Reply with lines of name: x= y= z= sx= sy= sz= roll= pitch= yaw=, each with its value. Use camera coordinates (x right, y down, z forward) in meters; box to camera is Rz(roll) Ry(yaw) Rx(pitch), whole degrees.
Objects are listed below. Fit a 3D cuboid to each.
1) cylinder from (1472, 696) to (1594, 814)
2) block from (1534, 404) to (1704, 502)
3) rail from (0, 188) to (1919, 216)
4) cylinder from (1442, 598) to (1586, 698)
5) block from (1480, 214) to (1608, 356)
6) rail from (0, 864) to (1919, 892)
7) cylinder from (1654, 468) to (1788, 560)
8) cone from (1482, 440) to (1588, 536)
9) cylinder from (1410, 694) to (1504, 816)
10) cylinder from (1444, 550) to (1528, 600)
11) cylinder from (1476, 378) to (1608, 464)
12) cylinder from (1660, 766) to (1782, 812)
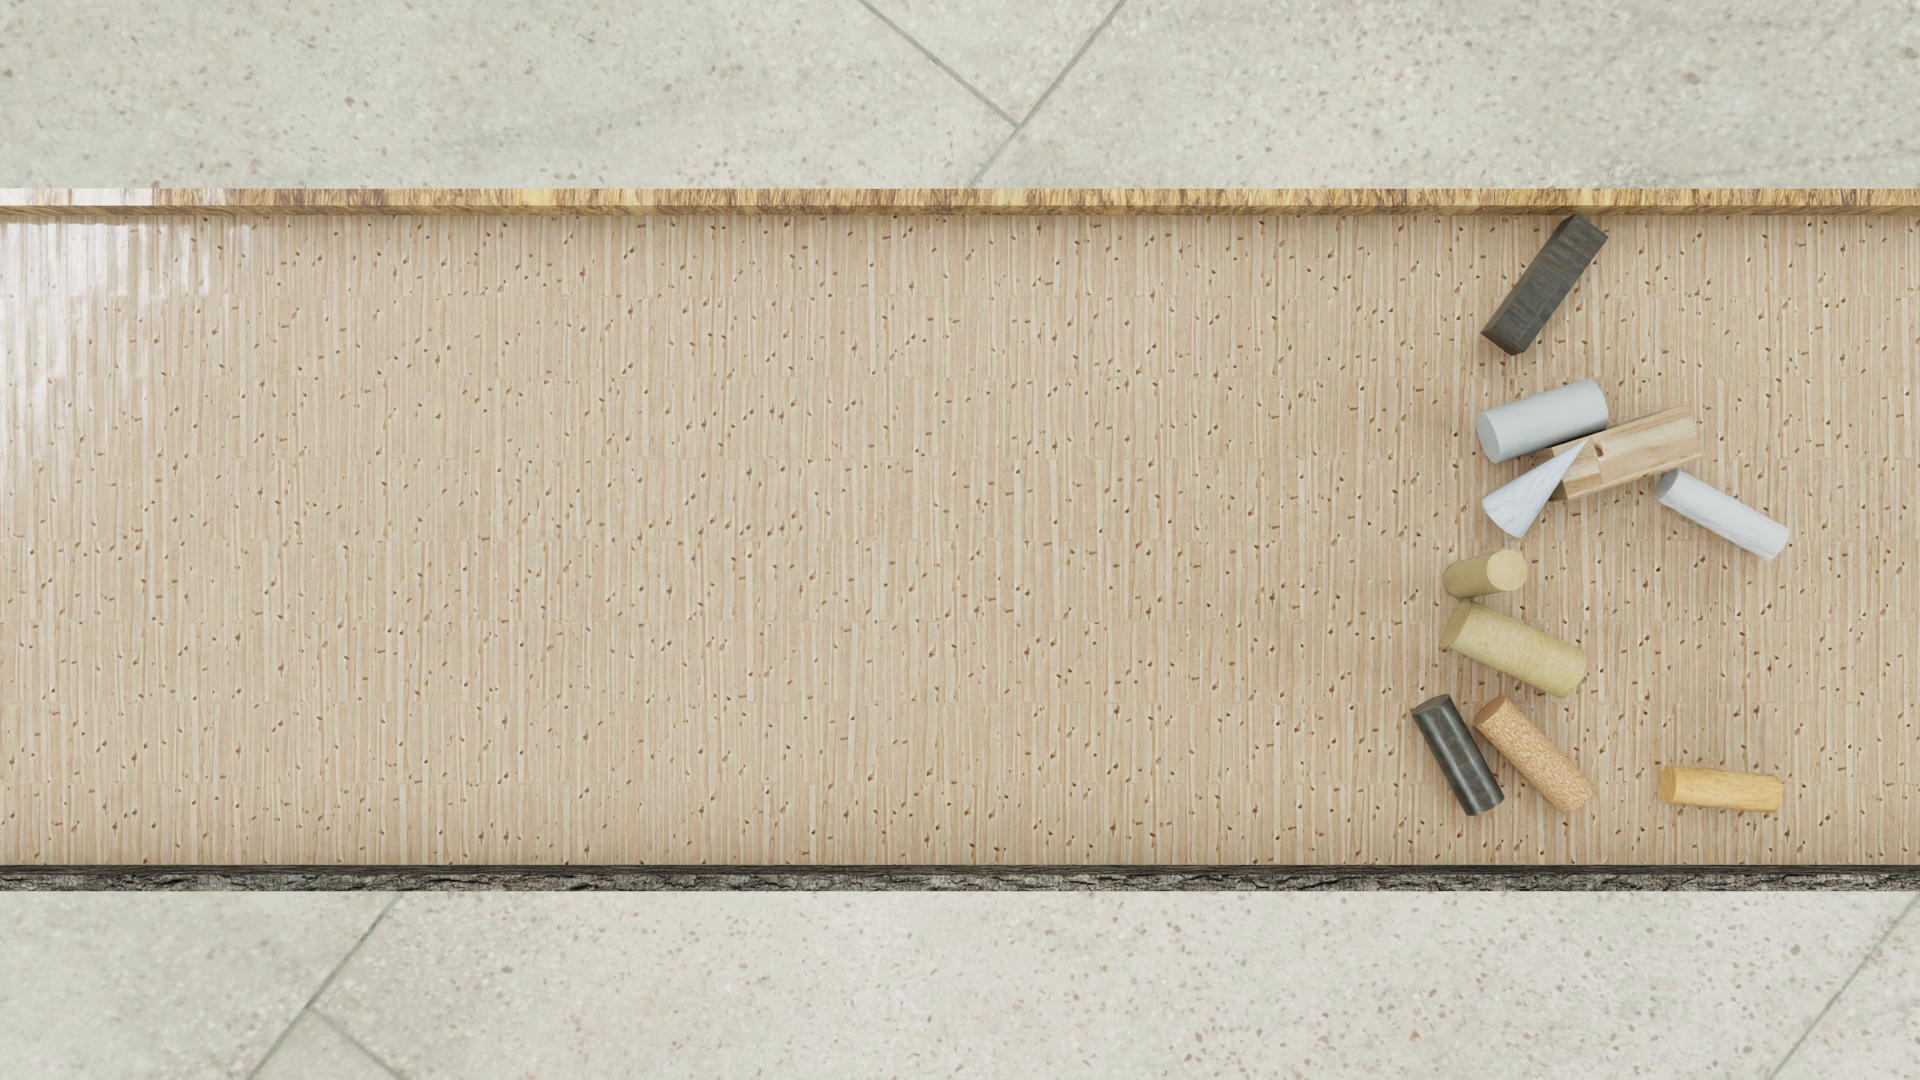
cylinder: x=1.743 y=0.652 z=5.012 sx=0.381 sy=0.130 sz=0.130 roll=45 pitch=90 yaw=0
block: x=1.989 y=-0.260 z=4.993 sx=0.424 sy=0.166 sz=0.166 roll=-18 pitch=90 yaw=0
rail: x=-2.247 y=-1.025 z=5.002 sx=12.000 sy=0.150 sz=0.050 roll=0 pitch=90 yaw=0
cylinder: x=1.678 y=0.328 z=4.995 sx=0.385 sy=0.163 sz=0.163 roll=24 pitch=90 yaw=0
block: x=1.775 y=-0.774 z=5.016 sx=0.121 sy=0.121 sz=0.428 roll=36 pitch=90 yaw=0
rail: x=-2.247 y=1.025 z=5.001 sx=12.000 sy=0.150 sz=0.050 roll=0 pitch=90 yaw=0
cylinder: x=2.315 y=-0.079 z=5.019 sx=0.381 sy=0.114 sz=0.114 roll=29 pitch=90 yaw=0
cone: x=1.742 y=-0.185 z=4.906 sx=0.167 sy=0.167 sz=0.353 roll=39 pitch=125 yaw=0
cylinder: x=1.512 y=0.652 z=5.013 sx=0.128 sy=0.128 sz=0.350 roll=-29 pitch=90 yaw=0
cylinder: x=1.548 y=0.105 z=4.876 sx=0.118 sy=0.391 sz=0.118 roll=0 pitch=85 yaw=-1
cylinder: x=1.761 y=-0.360 z=4.995 sx=0.341 sy=0.162 sz=0.162 roll=-17 pitch=90 yaw=0
cylinder: x=2.316 y=0.756 z=5.020 sx=0.322 sy=0.113 sz=0.113 roll=5 pitch=90 yaw=0
